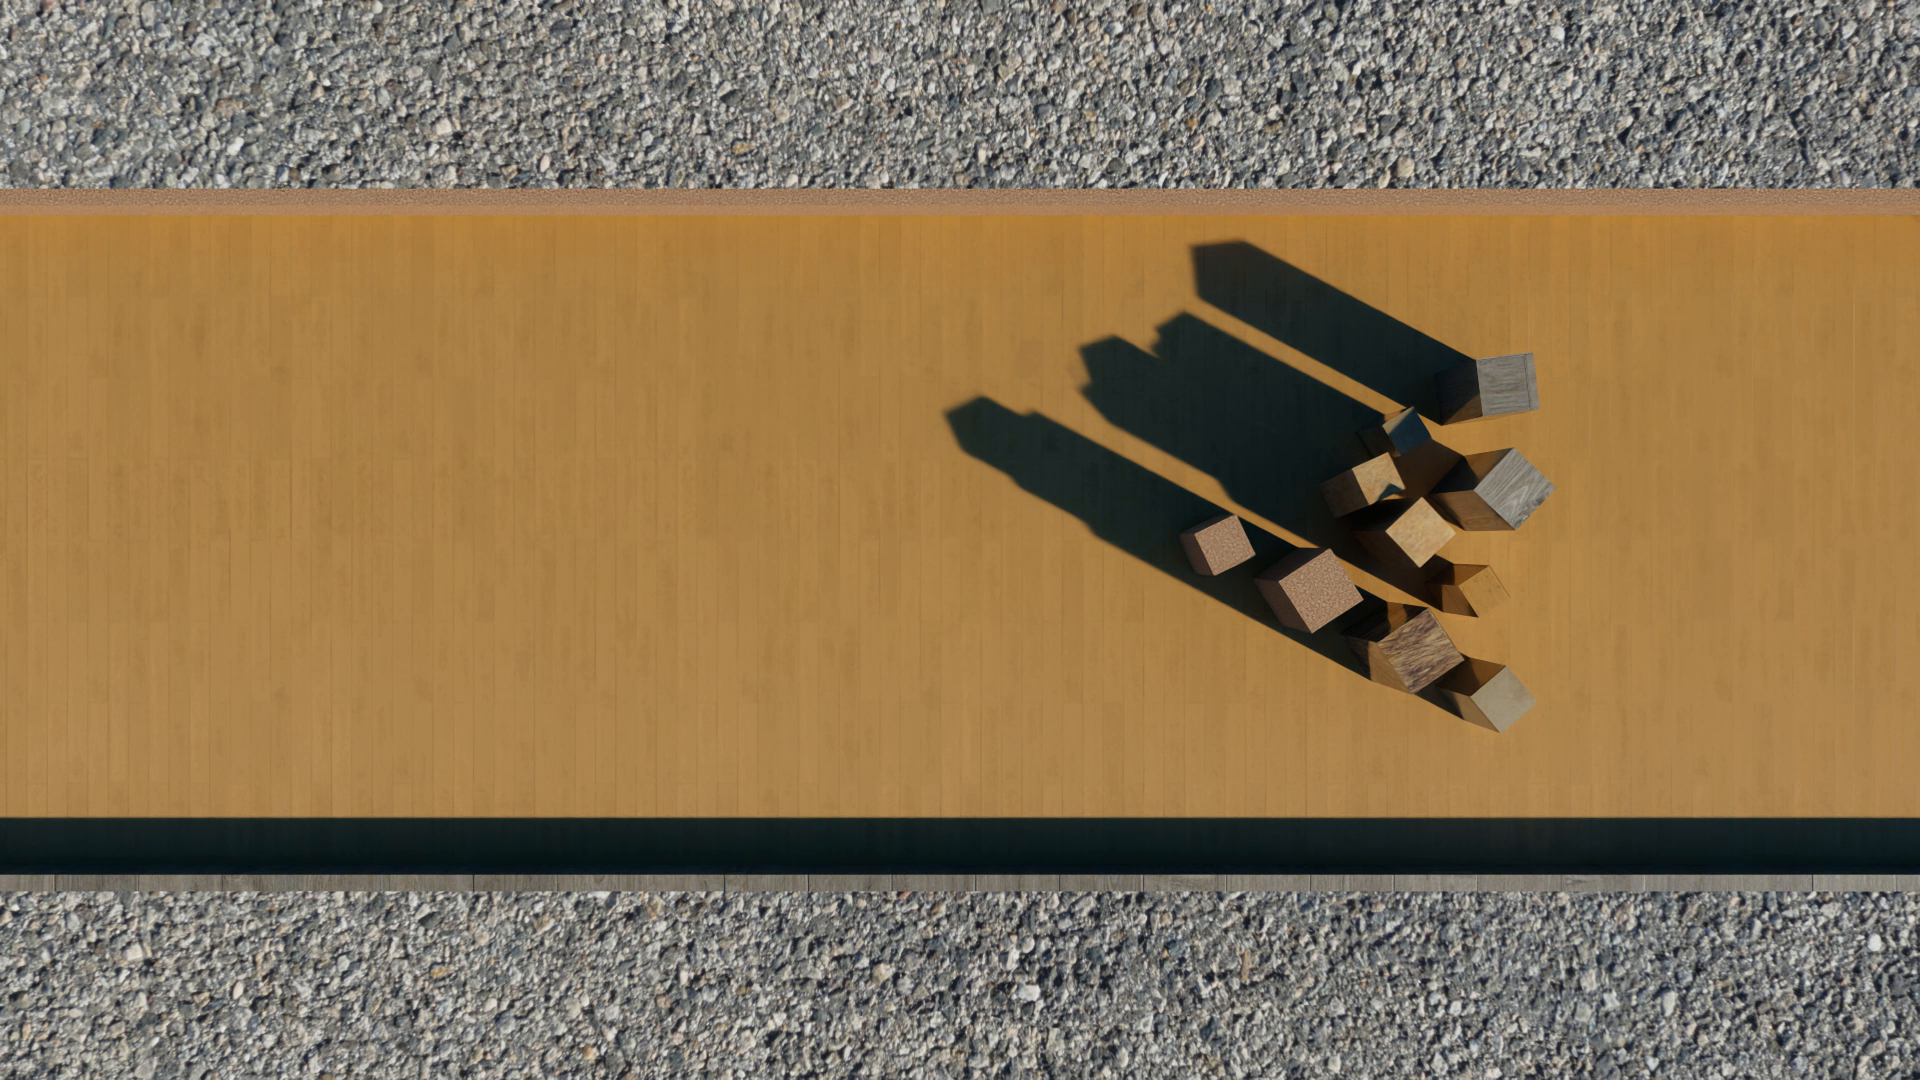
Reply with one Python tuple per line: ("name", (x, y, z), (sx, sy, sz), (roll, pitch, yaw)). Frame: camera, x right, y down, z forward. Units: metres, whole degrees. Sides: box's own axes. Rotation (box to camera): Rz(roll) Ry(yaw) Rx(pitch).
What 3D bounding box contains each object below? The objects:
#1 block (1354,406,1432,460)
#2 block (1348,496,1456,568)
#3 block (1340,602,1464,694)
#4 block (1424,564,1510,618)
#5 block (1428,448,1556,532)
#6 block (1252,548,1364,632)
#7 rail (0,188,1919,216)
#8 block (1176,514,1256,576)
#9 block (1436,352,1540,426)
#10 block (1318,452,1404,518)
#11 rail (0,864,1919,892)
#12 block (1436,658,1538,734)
("block", (1.287, -0.313, 4.912), (0.105, 0.328, 0.105), (-32, 90, 0))
("block", (1.294, -0.023, 4.855), (0.141, 0.442, 0.141), (-43, 90, 0))
("block", (1.291, 0.312, 4.848), (0.177, 0.456, 0.177), (-34, 90, 0))
("block", (1.504, 0.148, 4.902), (0.109, 0.348, 0.109), (-33, 90, 0))
("block", (1.554, -0.143, 4.848), (0.164, 0.457, 0.164), (44, 90, 0))
("block", (1.016, 0.143, 4.859), (0.173, 0.434, 0.173), (-33, 90, 0))
("rail", (-2.247, -1.025, 5.002), (12.000, 0.150, 0.050), (0, 90, 0))
("block", (0.755, 0.014, 4.885), (0.132, 0.382, 0.132), (-26, 90, 0))
("block", (1.553, -0.442, 4.876), (0.164, 0.401, 0.164), (-7, 90, 0))
("block", (1.183, -0.158, 4.873), (0.115, 0.394, 0.115), (-24, 86, -3))
("rail", (-2.247, 1.025, 5.001), (12.000, 0.150, 0.050), (0, 90, 0))
("block", (1.560, 0.458, 4.902), (0.138, 0.349, 0.138), (-40, 90, 0))
